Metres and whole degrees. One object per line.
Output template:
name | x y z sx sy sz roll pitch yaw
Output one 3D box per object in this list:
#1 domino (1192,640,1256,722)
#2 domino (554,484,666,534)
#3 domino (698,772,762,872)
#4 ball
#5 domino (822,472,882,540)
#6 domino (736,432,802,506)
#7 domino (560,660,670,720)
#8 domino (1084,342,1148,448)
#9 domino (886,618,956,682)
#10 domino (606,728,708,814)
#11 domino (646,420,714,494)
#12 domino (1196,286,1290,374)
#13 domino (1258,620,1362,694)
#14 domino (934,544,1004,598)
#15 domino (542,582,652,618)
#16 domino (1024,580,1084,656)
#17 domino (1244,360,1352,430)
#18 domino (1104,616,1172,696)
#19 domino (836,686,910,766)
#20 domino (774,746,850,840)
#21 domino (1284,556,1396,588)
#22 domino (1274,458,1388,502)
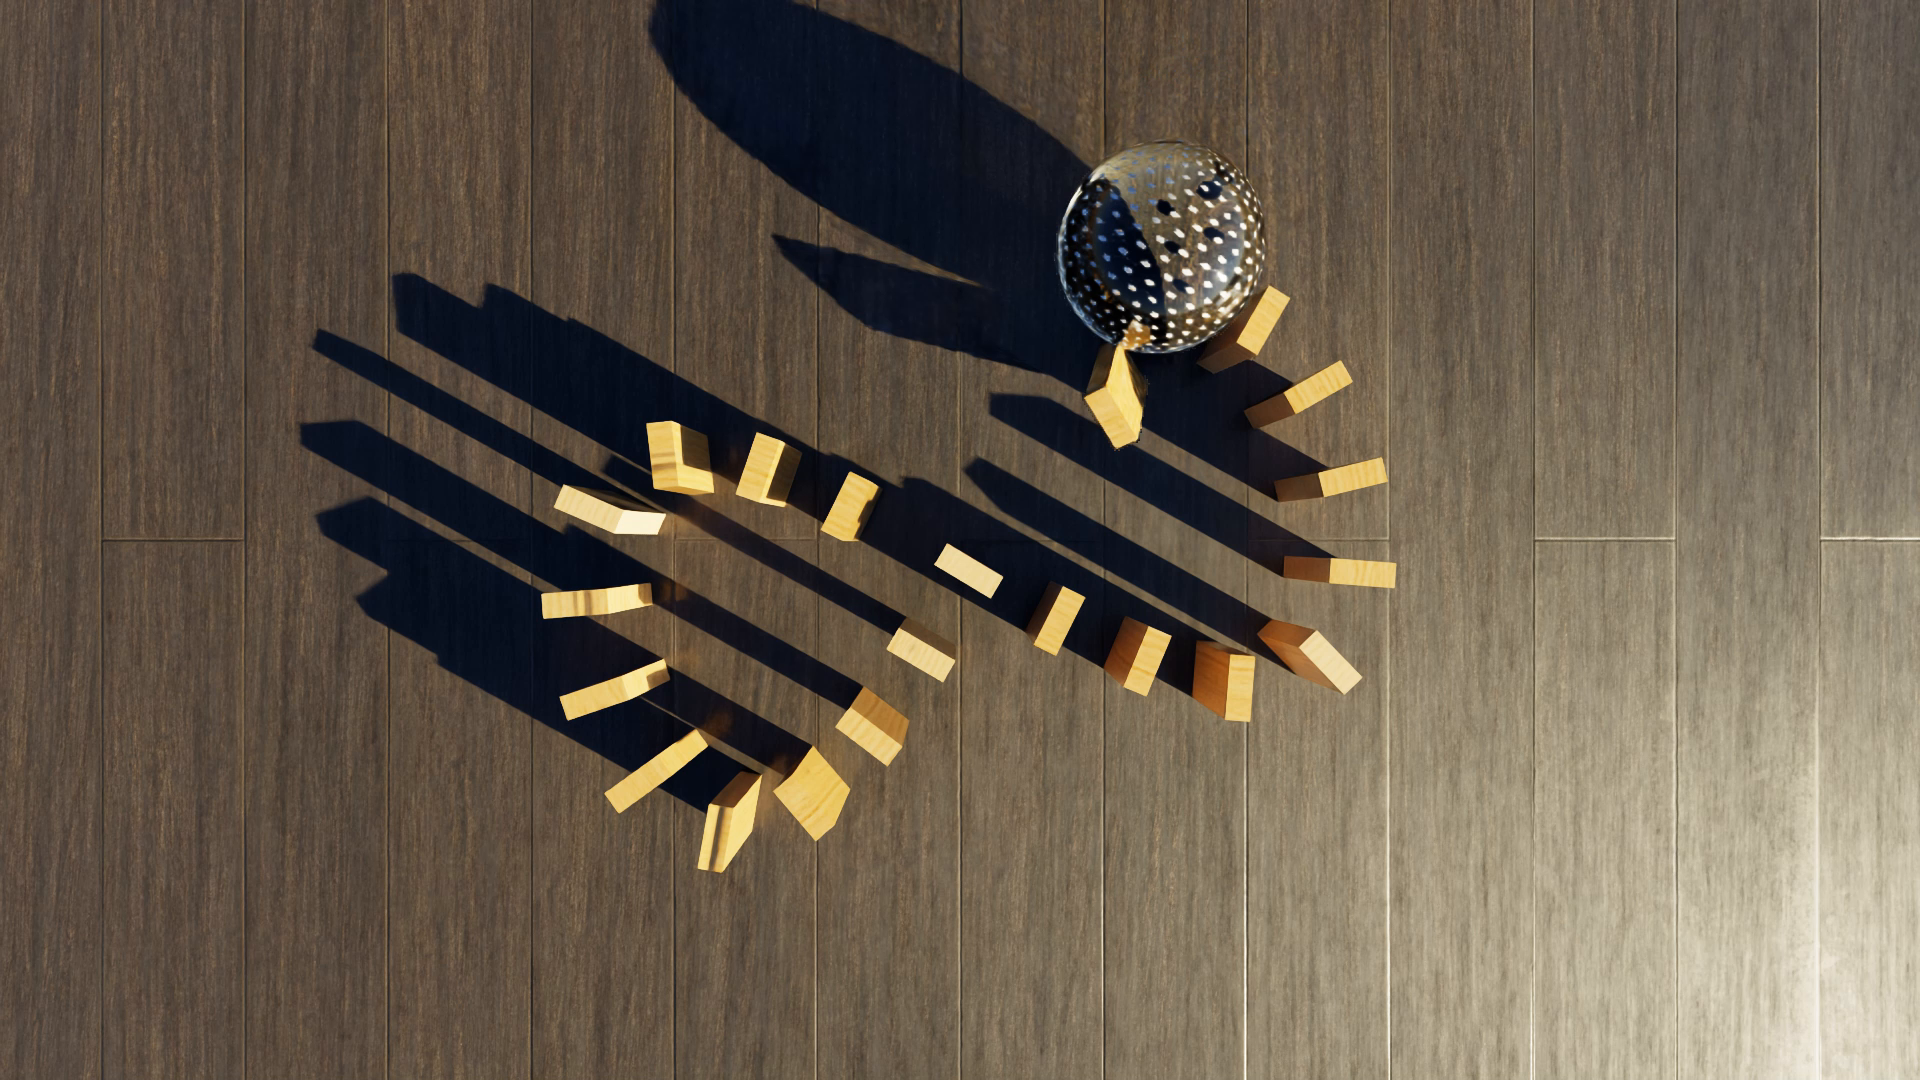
domino | 0.107 0.057 0.375 0.010 0.050 0.025 5 90 0
domino | -0.142 -0.012 0.375 0.025 0.050 0.010 23 90 0
domino | -0.093 0.114 0.375 0.010 0.050 0.025 10 90 0
ball | 0.078 -0.114 0.360 0.080 0.080 0.080 0 90 0
domino | -0.043 -0.013 0.375 0.009 0.050 0.025 26 90 0
domino | -0.077 -0.028 0.375 0.009 0.050 0.025 19 90 0
domino | -0.140 0.061 0.375 0.025 0.050 0.009 -19 90 0
domino | 0.064 -0.061 0.373 0.010 0.050 0.025 -24 114 29
domino | -0.015 0.044 0.375 0.025 0.050 0.009 30 90 0
domino | -0.123 0.093 0.375 0.025 0.050 0.009 -36 90 0
domino | -0.114 -0.033 0.375 0.009 0.050 0.025 -7 90 0
domino | 0.114 -0.085 0.375 0.010 0.050 0.025 30 90 -4
domino | 0.142 0.047 0.375 0.010 0.050 0.025 -44 90 0
domino | 0.003 0.012 0.375 0.025 0.050 0.010 31 90 0
domino | -0.147 0.024 0.375 0.025 0.050 0.010 -4 90 0
domino | 0.038 0.031 0.375 0.010 0.050 0.025 27 90 0
domino | 0.137 -0.058 0.375 0.025 0.050 0.009 -30 90 0
domino | 0.072 0.046 0.375 0.010 0.050 0.025 23 90 0
domino | -0.035 0.075 0.375 0.025 0.050 0.010 37 90 0
domino | -0.060 0.102 0.375 0.009 0.050 0.025 -41 90 0
domino | 0.154 0.013 0.375 0.025 0.050 0.009 4 90 0
domino | 0.150 -0.024 0.375 0.025 0.050 0.010 -14 90 0
